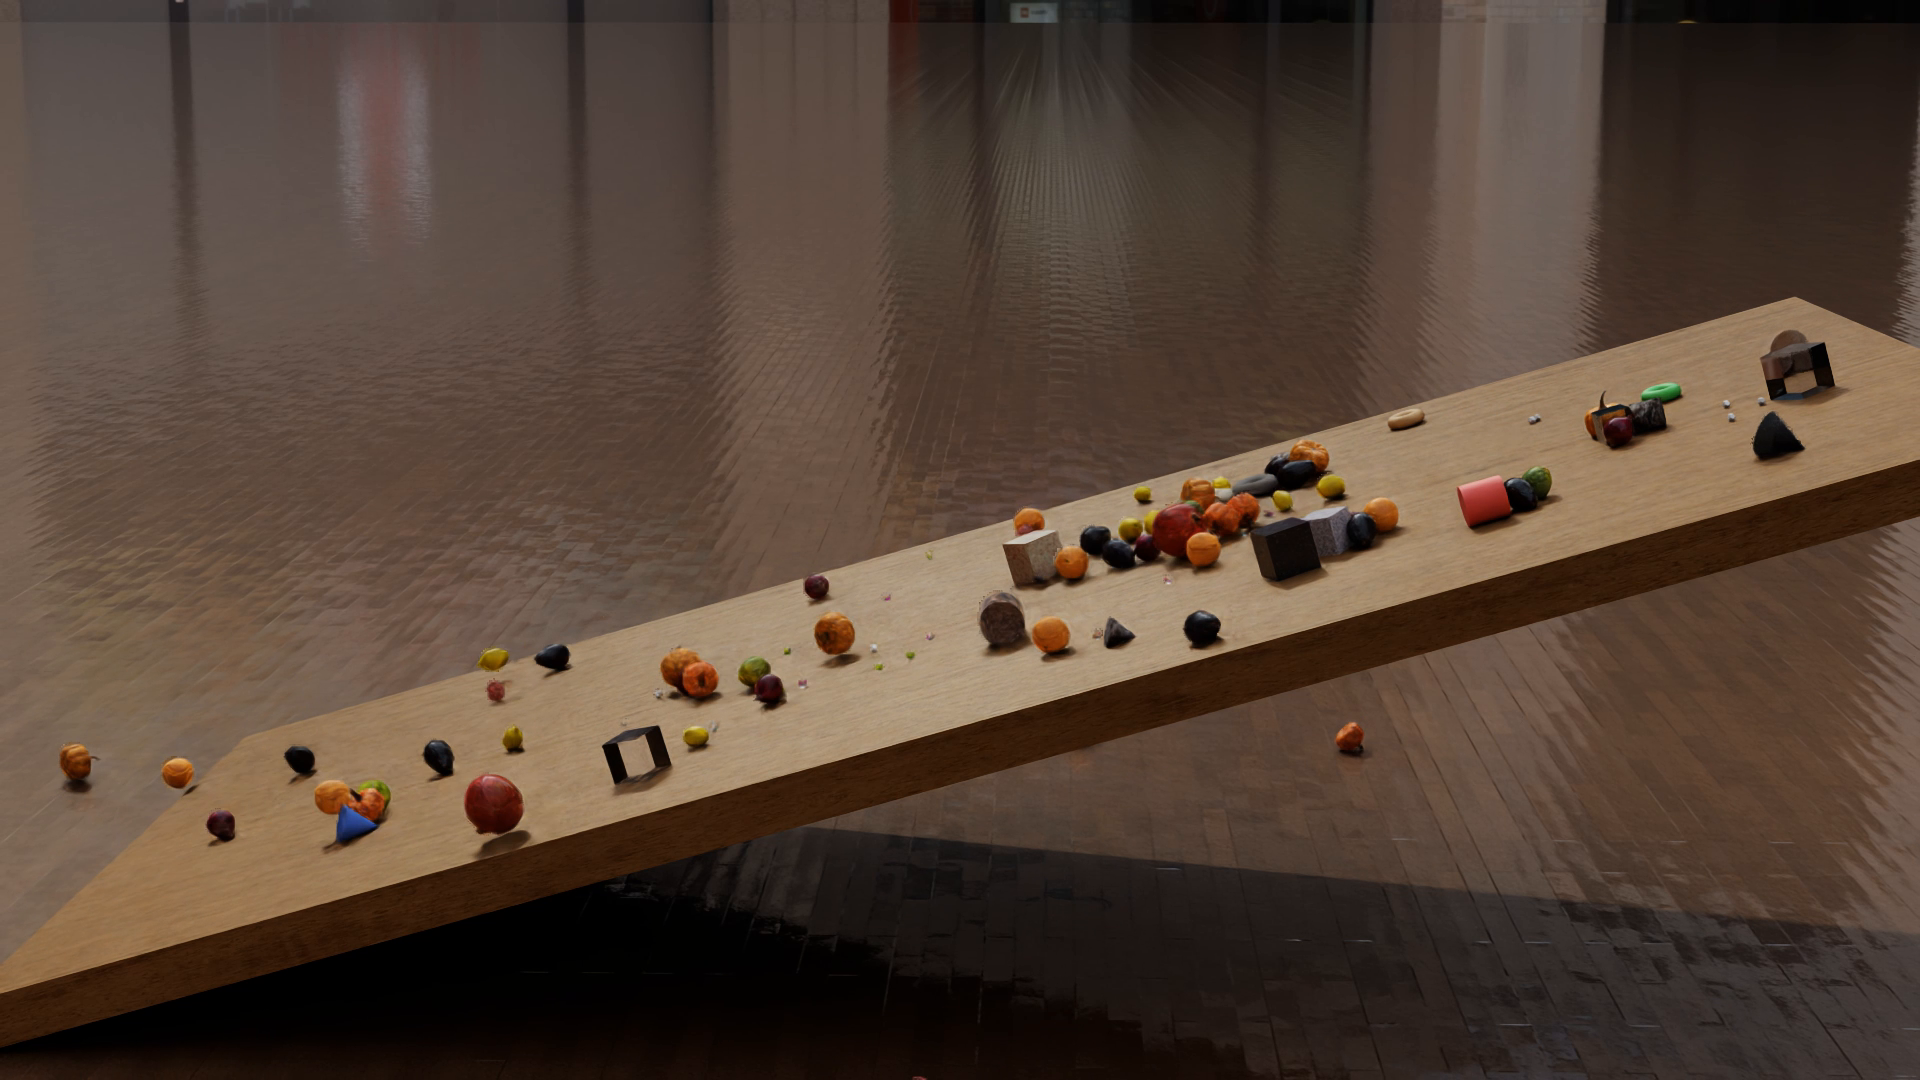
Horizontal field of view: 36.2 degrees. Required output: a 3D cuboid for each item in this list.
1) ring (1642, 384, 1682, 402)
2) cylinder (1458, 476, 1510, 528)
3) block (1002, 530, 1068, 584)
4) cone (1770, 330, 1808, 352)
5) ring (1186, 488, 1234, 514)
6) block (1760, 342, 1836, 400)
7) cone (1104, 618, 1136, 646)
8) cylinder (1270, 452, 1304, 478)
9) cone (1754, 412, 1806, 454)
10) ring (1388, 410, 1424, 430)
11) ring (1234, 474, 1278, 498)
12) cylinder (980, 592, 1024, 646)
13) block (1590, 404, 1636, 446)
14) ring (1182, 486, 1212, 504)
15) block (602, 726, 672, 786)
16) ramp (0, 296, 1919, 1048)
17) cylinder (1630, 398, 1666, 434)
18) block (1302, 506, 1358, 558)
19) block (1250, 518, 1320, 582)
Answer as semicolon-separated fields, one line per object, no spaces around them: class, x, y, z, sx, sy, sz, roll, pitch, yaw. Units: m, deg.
ring;1.518;-0.317;6.369;0.087;0.029;0.087;-15;11;3
cylinder;1.016;-0.076;5.705;0.082;0.082;0.082;-16;10;3
block;0.166;0.037;6.468;0.091;0.091;0.091;-23;11;-31
cone;1.802;-0.398;6.310;0.092;0.092;0.092;11;0;-45
ring;0.568;-0.088;6.656;0.112;0.037;0.112;-16;11;3
block;1.712;-0.345;6.013;0.092;0.092;0.092;-22;11;-26
cone;0.310;0.180;5.621;0.057;0.057;0.057;10;10;-6
cylinder;0.751;-0.173;6.762;0.057;0.057;0.057;-8;3;40
cone;1.557;-0.186;5.548;0.085;0.085;0.085;26;25;36
ring;1.056;-0.286;6.966;0.089;0.030;0.089;-18;10;3
ring;0.671;-0.121;6.672;0.107;0.036;0.107;-15;11;3
cylinder;0.084;0.159;5.927;0.090;0.090;0.090;0;11;1
block;1.356;-0.239;6.102;0.064;0.064;0.064;-17;10;-3
ring;0.552;-0.103;6.800;0.077;0.026;0.077;-15;10;3
block;-0.625;0.416;5.695;0.083;0.083;0.083;-11;11;30
ramp;0.090;0.187;6.320;4.000;0.100;2.000;-16;10;5
cylinder;1.426;-0.259;6.099;0.062;0.062;0.062;-13;6;19
block;0.731;-0.015;5.857;0.077;0.077;0.077;-8;13;41
block;0.639;0.018;5.778;0.093;0.093;0.093;-19;10;-11
